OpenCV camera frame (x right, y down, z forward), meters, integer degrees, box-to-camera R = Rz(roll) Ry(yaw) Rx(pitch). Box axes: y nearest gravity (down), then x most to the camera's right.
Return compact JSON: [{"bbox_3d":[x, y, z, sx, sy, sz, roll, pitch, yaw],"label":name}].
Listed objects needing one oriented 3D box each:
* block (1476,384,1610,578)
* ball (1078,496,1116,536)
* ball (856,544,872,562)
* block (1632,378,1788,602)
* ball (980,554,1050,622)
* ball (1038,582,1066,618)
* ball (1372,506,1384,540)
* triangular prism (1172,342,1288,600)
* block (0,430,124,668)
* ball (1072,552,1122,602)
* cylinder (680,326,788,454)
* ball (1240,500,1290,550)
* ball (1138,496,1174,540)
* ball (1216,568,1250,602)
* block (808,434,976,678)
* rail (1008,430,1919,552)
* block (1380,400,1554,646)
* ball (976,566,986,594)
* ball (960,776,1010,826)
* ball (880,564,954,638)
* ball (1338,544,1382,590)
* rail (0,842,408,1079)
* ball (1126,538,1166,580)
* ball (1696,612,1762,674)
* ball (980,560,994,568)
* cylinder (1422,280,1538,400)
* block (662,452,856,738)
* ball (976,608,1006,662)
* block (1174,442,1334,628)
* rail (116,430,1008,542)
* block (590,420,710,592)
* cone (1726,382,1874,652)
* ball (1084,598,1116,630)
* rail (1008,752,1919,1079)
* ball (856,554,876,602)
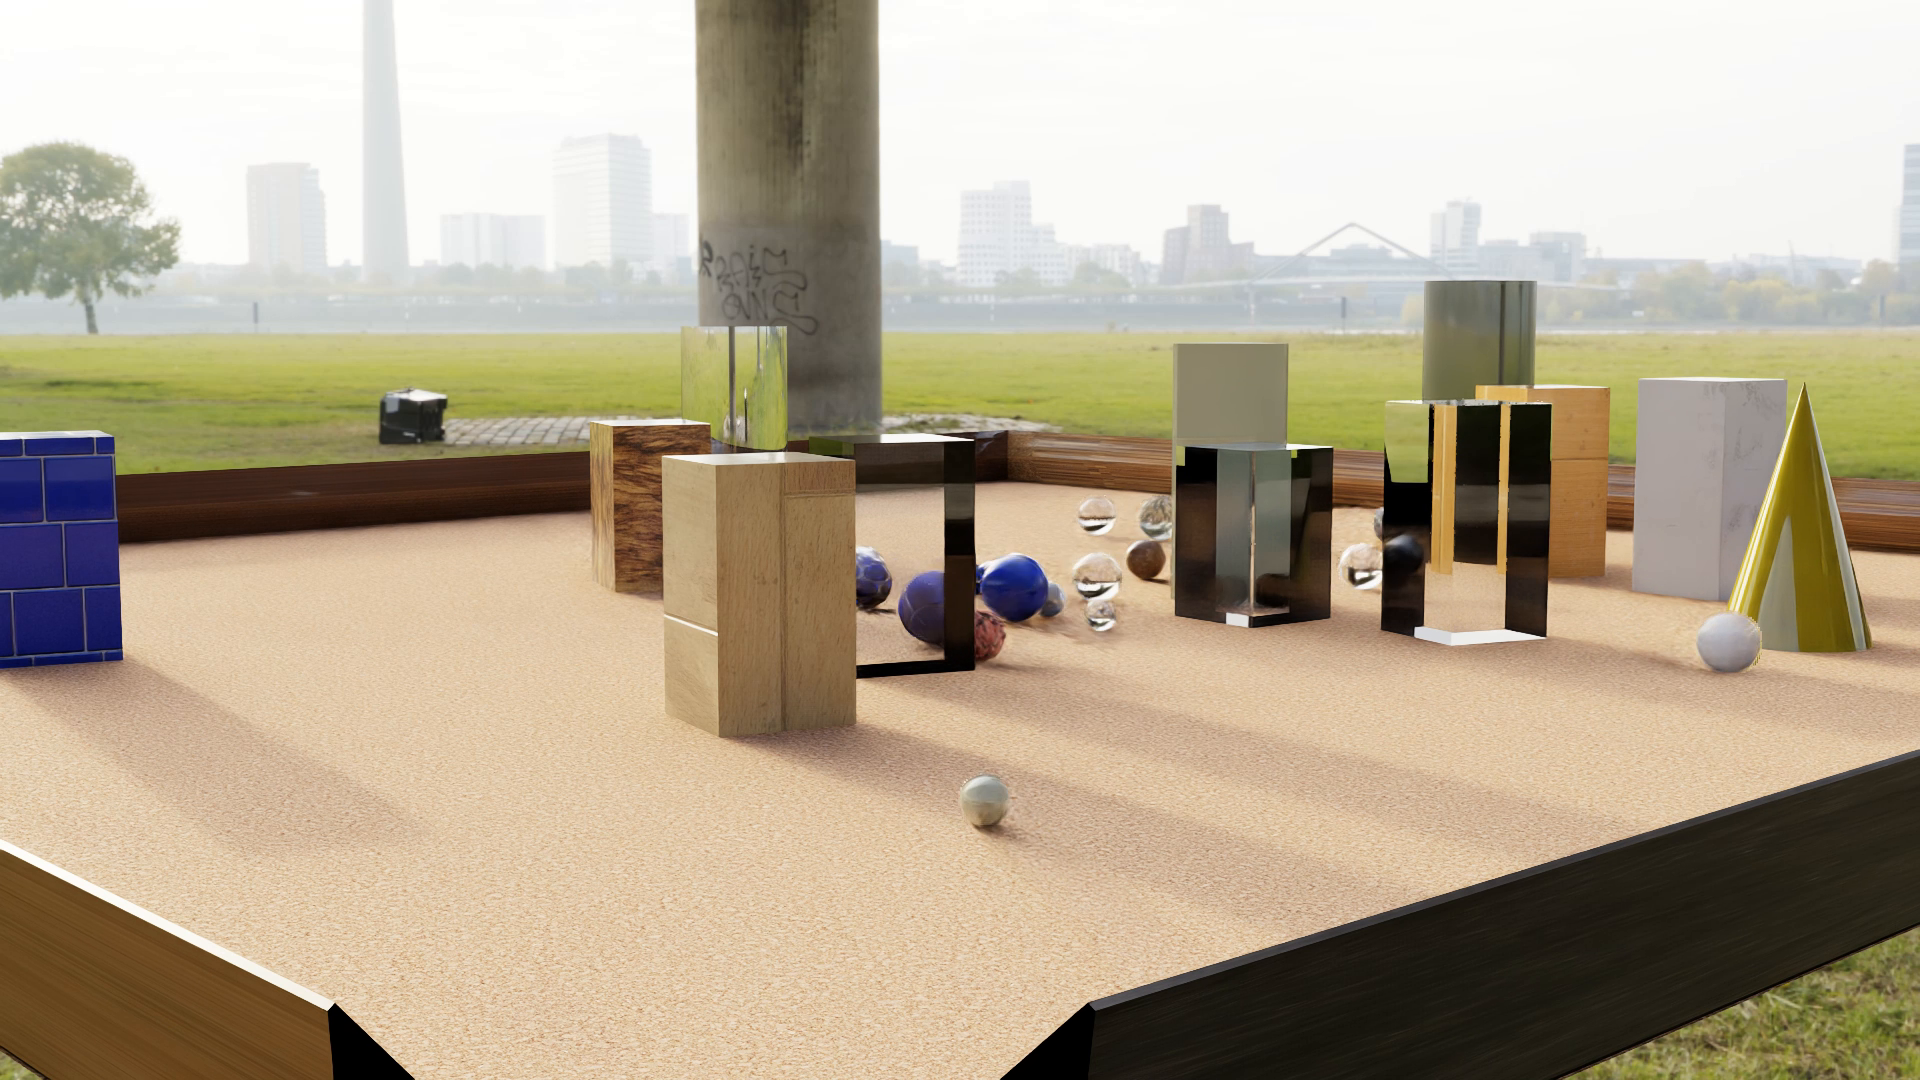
[{"bbox_3d":[0.987,-0.103,3.745,0.160,0.317,0.160,-2,6,-18],"label":"block"},{"bbox_3d":[0.273,-0.048,4.381,0.076,0.076,0.076,0,6,0],"label":"ball"},{"bbox_3d":[-0.178,0.038,3.597,0.067,0.067,0.067,0,6,0],"label":"ball"},{"bbox_3d":[1.183,-0.085,3.475,0.160,0.338,0.160,-4,7,-36],"label":"block"},{"bbox_3d":[0.079,0.068,3.157,0.099,0.099,0.099,0,6,0],"label":"ball"},{"bbox_3d":[0.129,0.087,3.209,0.052,0.052,0.052,0,6,0],"label":"ball"},{"bbox_3d":[0.830,-0.031,4.202,0.080,0.080,0.080,0,6,0],"label":"ball"},{"bbox_3d":[0.417,-0.112,3.461,0.173,0.395,0.150,0,6,1],"label":"triangular prism"},{"bbox_3d":[-1.179,0.008,2.833,0.160,0.286,0.160,-3,7,-28],"label":"block"},{"bbox_3d":[0.210,0.058,3.370,0.076,0.076,0.076,0,6,0],"label":"ball"},{"bbox_3d":[-0.425,-0.195,4.158,0.199,0.416,0.199,0,6,0],"label":"cylinder"},{"bbox_3d":[0.571,-0.028,4.115,0.092,0.092,0.092,0,6,0],"label":"ball"},{"bbox_3d":[0.391,-0.042,4.282,0.085,0.085,0.085,0,6,0],"label":"ball"},{"bbox_3d":[0.419,0.070,3.374,0.052,0.052,0.052,0,6,0],"label":"ball"},{"bbox_3d":[-0.086,0.015,2.761,0.160,0.286,0.160,-3,6,-23],"label":"block"},{"bbox_3d":[1.303,-0.091,4.528,0.045,0.130,3.520,-5,8,-42],"label":"rail"},{"bbox_3d":[0.695,-0.029,3.026,0.160,0.320,0.160,-3,7,-24],"label":"block"},{"bbox_3d":[0.024,0.063,3.462,0.047,0.047,0.047,0,6,0],"label":"ball"},{"bbox_3d":[0.022,0.226,1.905,0.044,0.044,0.044,0,6,0],"label":"ball"},{"bbox_3d":[-0.059,0.083,3.010,0.100,0.100,0.100,0,6,0],"label":"ball"},{"bbox_3d":[0.644,0.043,3.521,0.074,0.074,0.074,0,6,0],"label":"ball"},{"bbox_3d":[-1.303,0.158,2.136,0.045,0.130,3.520,-5,8,-42],"label":"rail"},{"bbox_3d":[0.309,0.032,3.662,0.068,0.068,0.068,0,6,0],"label":"ball"},{"bbox_3d":[0.948,0.127,2.712,0.075,0.075,0.075,0,6,0],"label":"ball"},{"bbox_3d":[0.051,0.057,3.505,0.049,0.049,0.049,0,6,0],"label":"ball"},{"bbox_3d":[0.942,-0.221,4.004,0.199,0.498,0.199,0,6,0],"label":"cylinder"},{"bbox_3d":[-0.220,0.054,2.397,0.160,0.286,0.160,-3,7,-28],"label":"block"},{"bbox_3d":[0.024,0.121,2.803,0.068,0.068,0.068,0,6,0],"label":"ball"},{"bbox_3d":[0.427,-0.012,3.197,0.160,0.250,0.160,-5,8,-38],"label":"block"},{"bbox_3d":[-1.177,-0.098,4.601,3.594,0.130,0.045,-5,8,-42],"label":"rail"},{"bbox_3d":[-0.504,-0.059,3.580,0.160,0.265,0.160,-2,6,-22],"label":"block"},{"bbox_3d":[1.129,-0.038,2.958,0.199,0.352,0.199,0,6,0],"label":"cone"},{"bbox_3d":[0.197,0.104,3.074,0.046,0.046,0.046,0,6,0],"label":"ball"},{"bbox_3d":[1.177,0.166,2.063,3.594,0.130,0.045,-5,8,-42],"label":"rail"},{"bbox_3d":[-0.166,0.058,3.360,0.077,0.077,0.077,0,6,0],"label":"ball"}]
